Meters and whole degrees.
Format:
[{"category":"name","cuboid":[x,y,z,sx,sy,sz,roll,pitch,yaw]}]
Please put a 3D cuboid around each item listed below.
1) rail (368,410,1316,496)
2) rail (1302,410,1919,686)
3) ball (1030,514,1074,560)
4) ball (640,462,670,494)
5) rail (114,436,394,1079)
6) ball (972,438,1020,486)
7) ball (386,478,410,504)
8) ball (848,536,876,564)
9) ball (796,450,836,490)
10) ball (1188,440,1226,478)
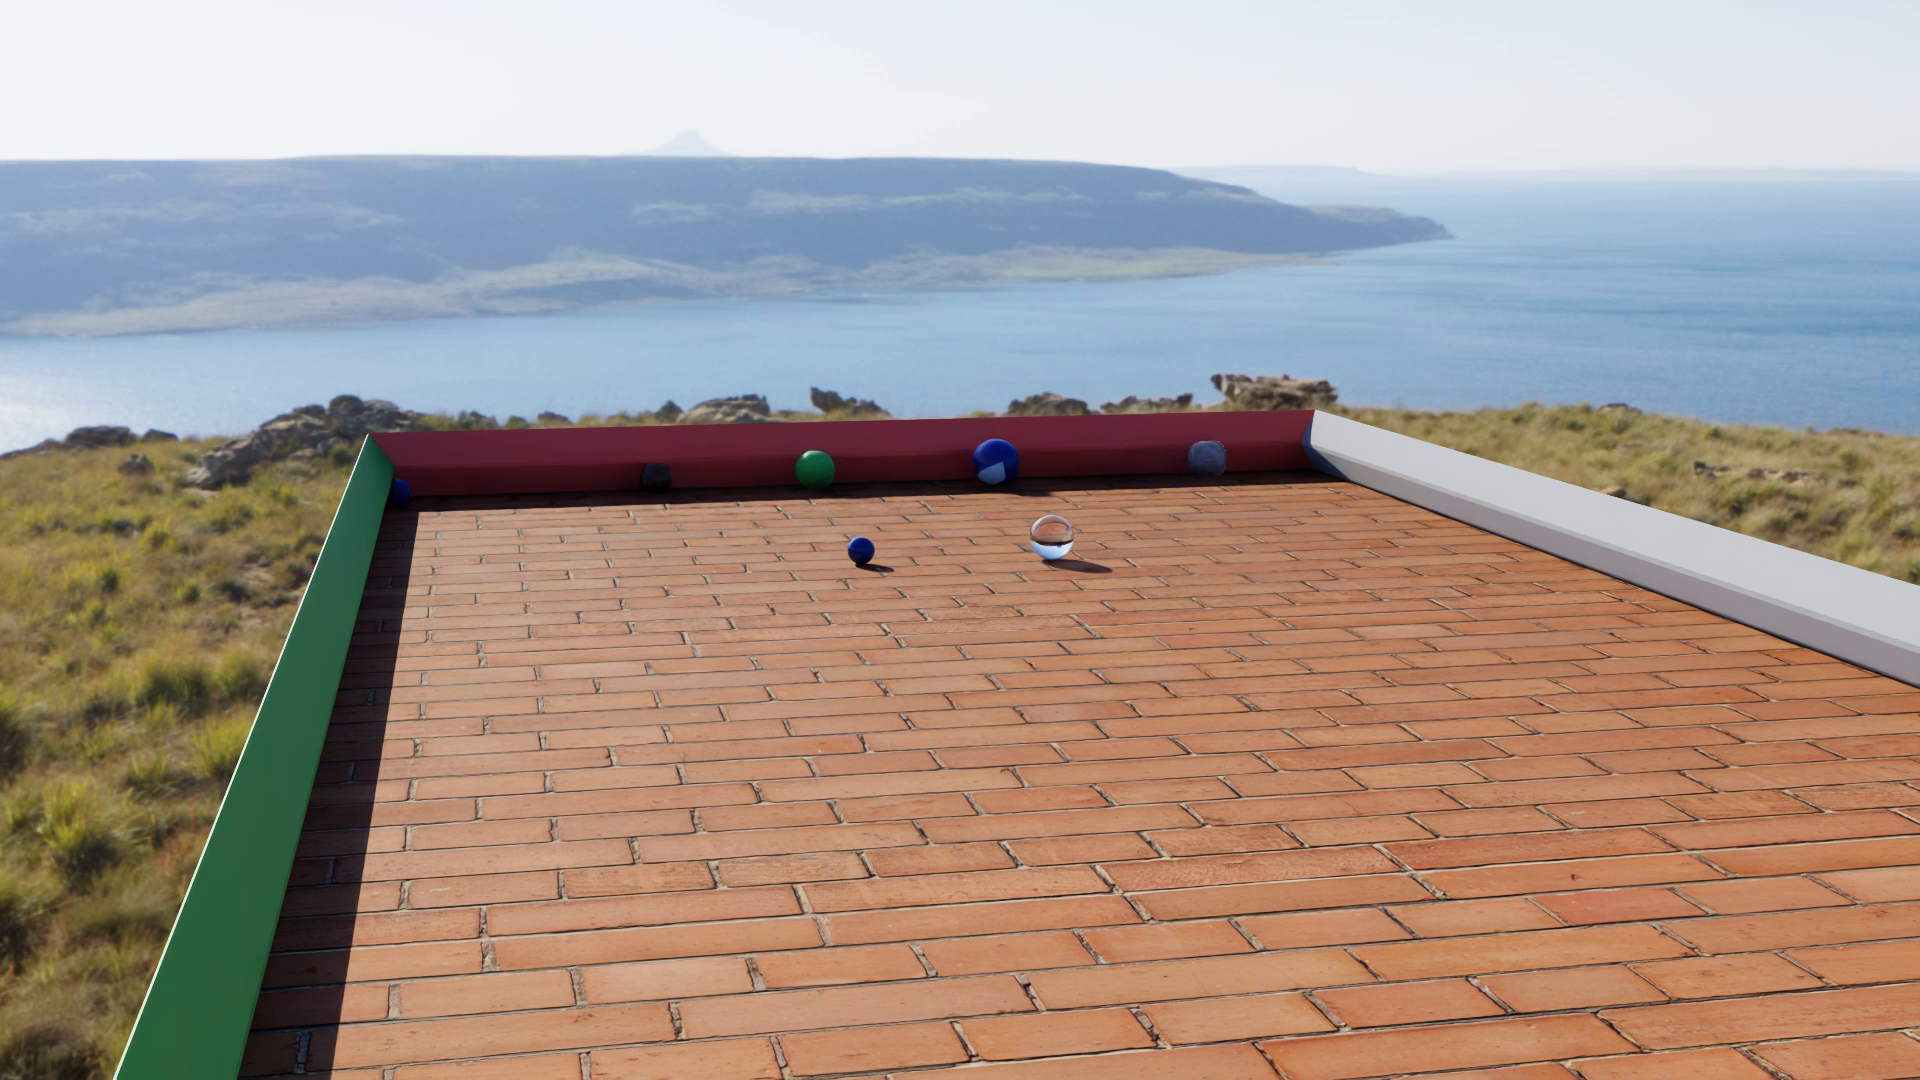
[{"category":"rail","cuboid":[-0.172,-0.159,4.017,1.760,0.111,0.045,-2,10,-12]},{"category":"rail","cuboid":[1.014,0.080,2.616,0.045,0.111,3.328,-2,10,-12]},{"category":"ball","cuboid":[0.135,-0.004,3.245,0.067,0.067,0.067,0,10,0]},{"category":"ball","cuboid":[-0.541,-0.110,3.906,0.054,0.054,0.054,0,10,0]},{"category":"rail","cuboid":[-0.659,0.142,2.257,0.045,0.111,3.328,-2,10,-12]},{"category":"ball","cuboid":[0.065,-0.142,3.996,0.086,0.086,0.086,0,10,0]},{"category":"ball","cuboid":[-0.966,-0.083,3.774,0.045,0.045,0.045,0,10,0]},{"category":"ball","cuboid":[-0.144,0.015,3.212,0.041,0.041,0.041,0,10,0]},{"category":"ball","cuboid":[-0.259,-0.126,3.946,0.072,0.072,0.072,0,10,0]},{"category":"ball","cuboid":[0.459,-0.152,4.103,0.070,0.070,0.070,0,10,0]}]
